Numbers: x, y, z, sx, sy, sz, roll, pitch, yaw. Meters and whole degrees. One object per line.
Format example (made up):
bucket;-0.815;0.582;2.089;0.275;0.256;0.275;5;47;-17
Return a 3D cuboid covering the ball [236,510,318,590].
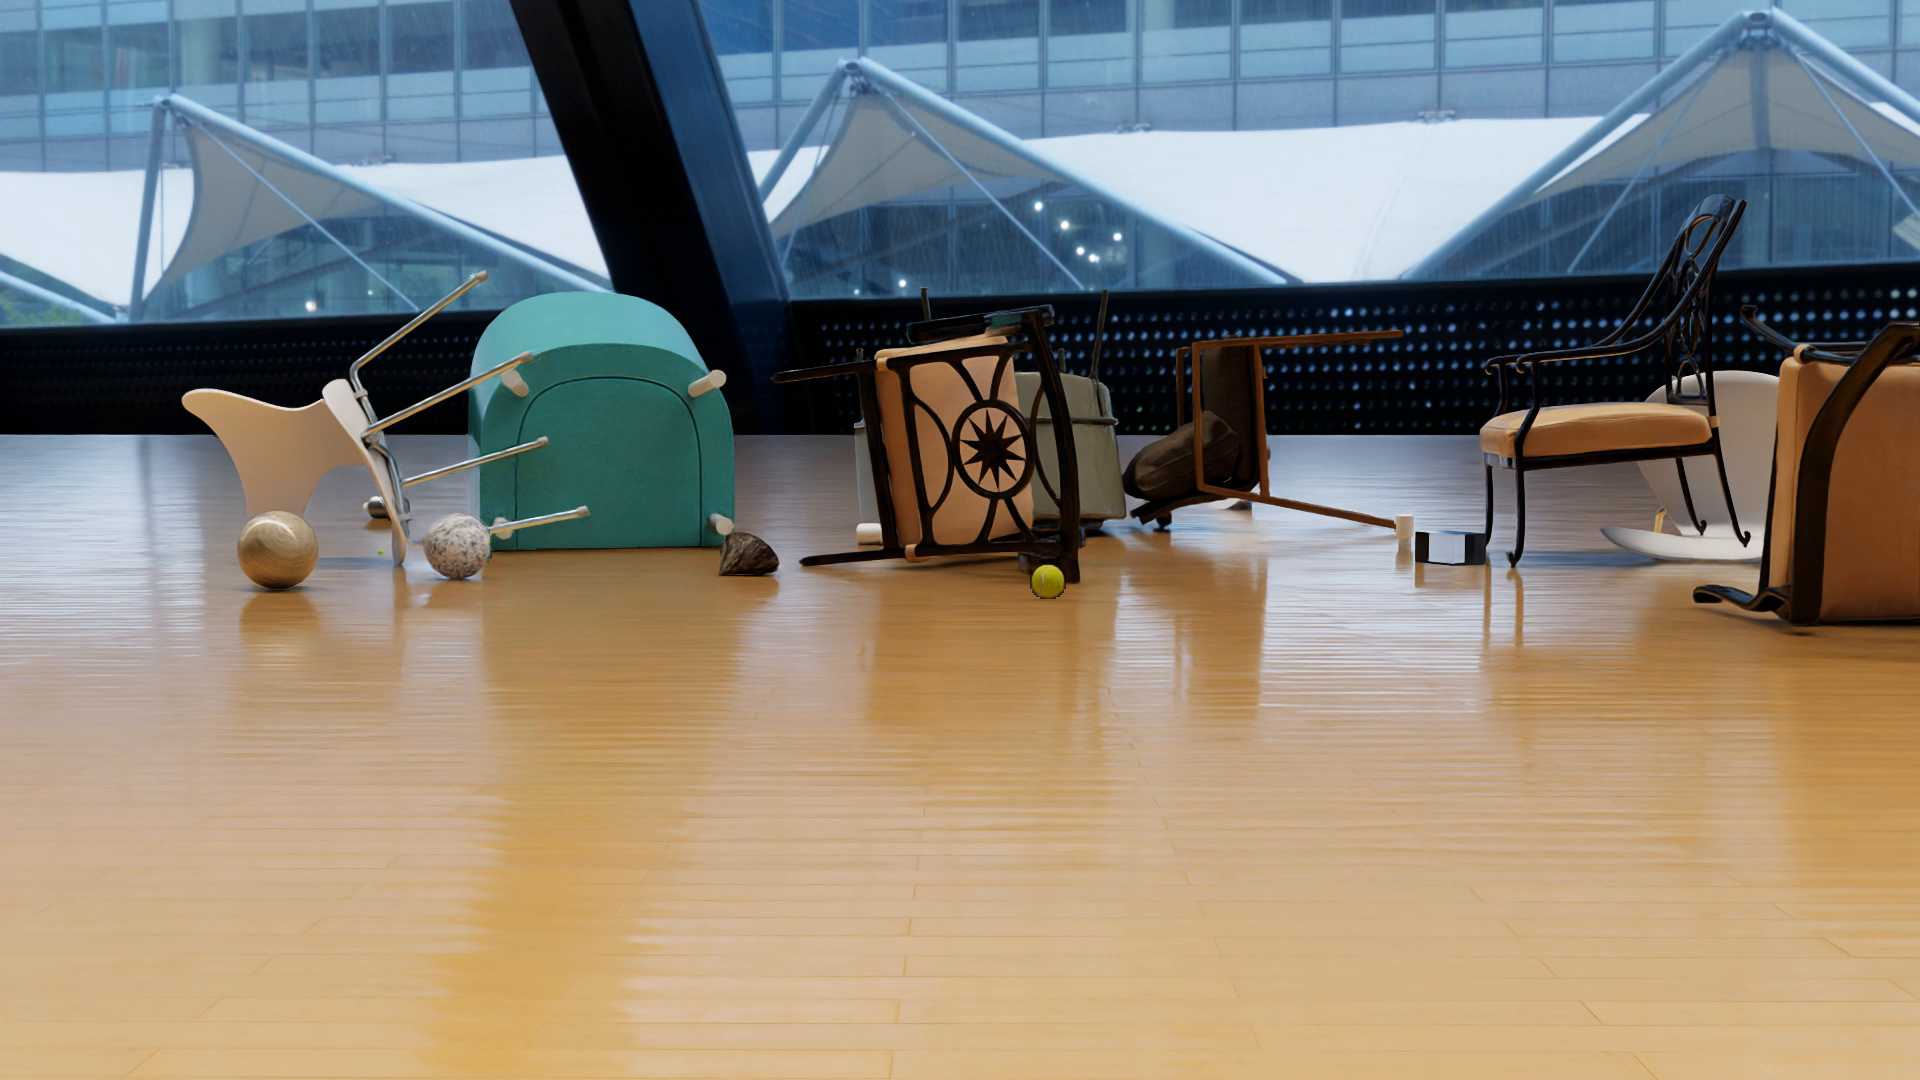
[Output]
ball;-1.530;0.022;4.931;0.177;0.177;0.177;0;4;0

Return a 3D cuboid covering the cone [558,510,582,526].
cone;-1.275;-0.061;7.244;0.084;0.056;0.058;12;-19;17

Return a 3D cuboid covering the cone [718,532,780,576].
cone;-0.544;0.058;5.320;0.111;0.115;0.208;-36;29;-32

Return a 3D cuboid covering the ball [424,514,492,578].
ball;-1.190;0.014;5.207;0.155;0.155;0.155;0;4;0

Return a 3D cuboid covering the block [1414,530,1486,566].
block;1.264;0.020;5.671;0.102;0.080;0.156;-2;4;-27

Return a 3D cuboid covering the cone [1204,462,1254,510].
cone;1.055;-0.163;8.281;0.152;0.213;0.247;40;-4;-31

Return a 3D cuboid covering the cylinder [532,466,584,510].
cylinder;-1.479;-0.191;8.104;0.156;0.172;0.162;0;-41;2
